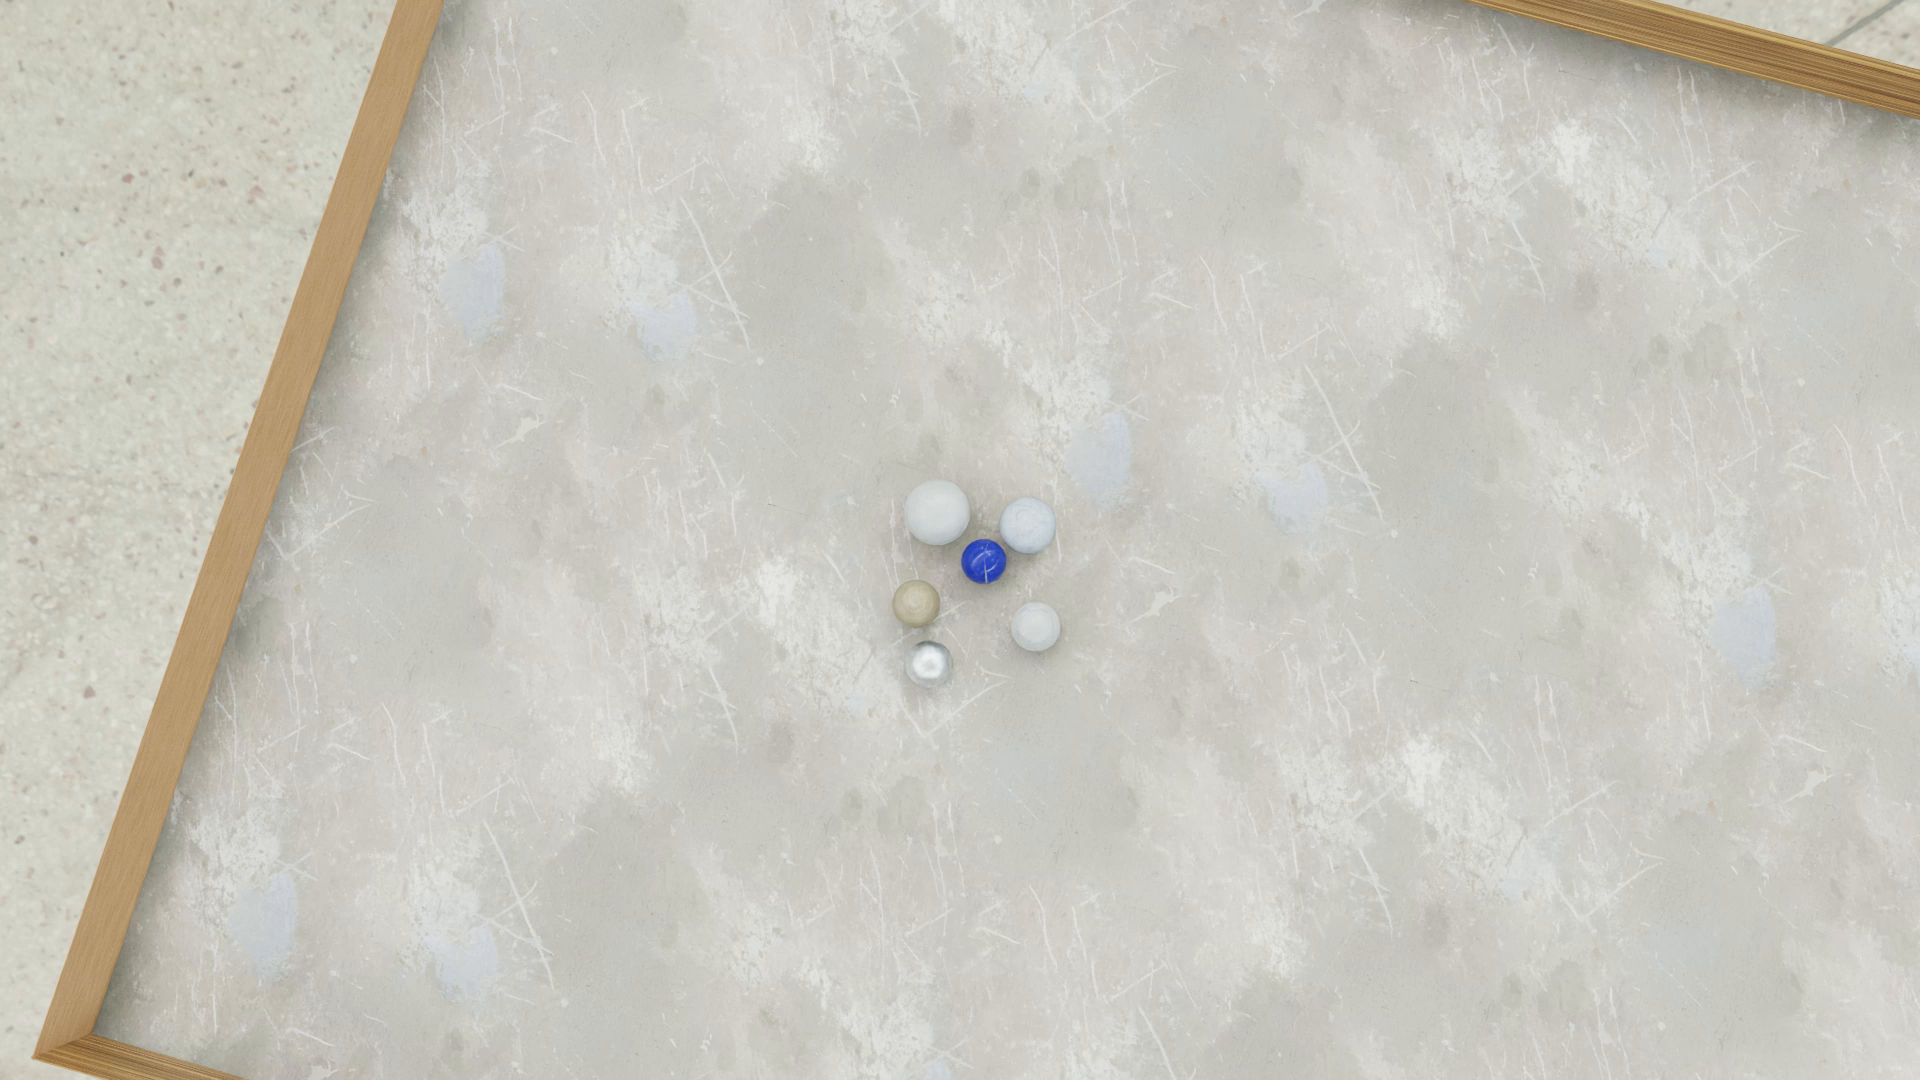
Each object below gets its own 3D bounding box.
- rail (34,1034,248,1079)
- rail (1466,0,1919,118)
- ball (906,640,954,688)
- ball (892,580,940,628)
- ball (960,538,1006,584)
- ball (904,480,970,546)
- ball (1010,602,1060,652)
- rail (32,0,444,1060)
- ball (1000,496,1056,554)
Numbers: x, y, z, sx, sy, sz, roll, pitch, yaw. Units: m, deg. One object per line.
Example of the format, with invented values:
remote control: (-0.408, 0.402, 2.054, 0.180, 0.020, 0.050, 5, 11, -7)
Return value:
rail: (0.725, 1.263, 3.027, 4.177, 0.128, 0.045, 15, 80, 3)
rail: (1.287, -0.720, 3.387, 4.177, 0.128, 0.045, 15, 80, 3)
ball: (-0.046, 0.184, 3.253, 0.071, 0.071, 0.071, 0, 80, 0)
ball: (-0.065, 0.095, 3.268, 0.072, 0.072, 0.072, 0, 80, 0)
ball: (0.035, 0.032, 3.282, 0.068, 0.068, 0.068, 0, 80, 0)
ball: (-0.034, -0.041, 3.280, 0.099, 0.099, 0.099, 0, 80, 0)
ball: (0.112, 0.129, 3.261, 0.074, 0.074, 0.074, 0, 80, 0)
rail: (-0.983, -0.274, 3.306, 0.045, 0.128, 2.140, 15, 80, 3)
ball: (0.101, -0.022, 3.283, 0.086, 0.086, 0.086, 0, 80, 0)
